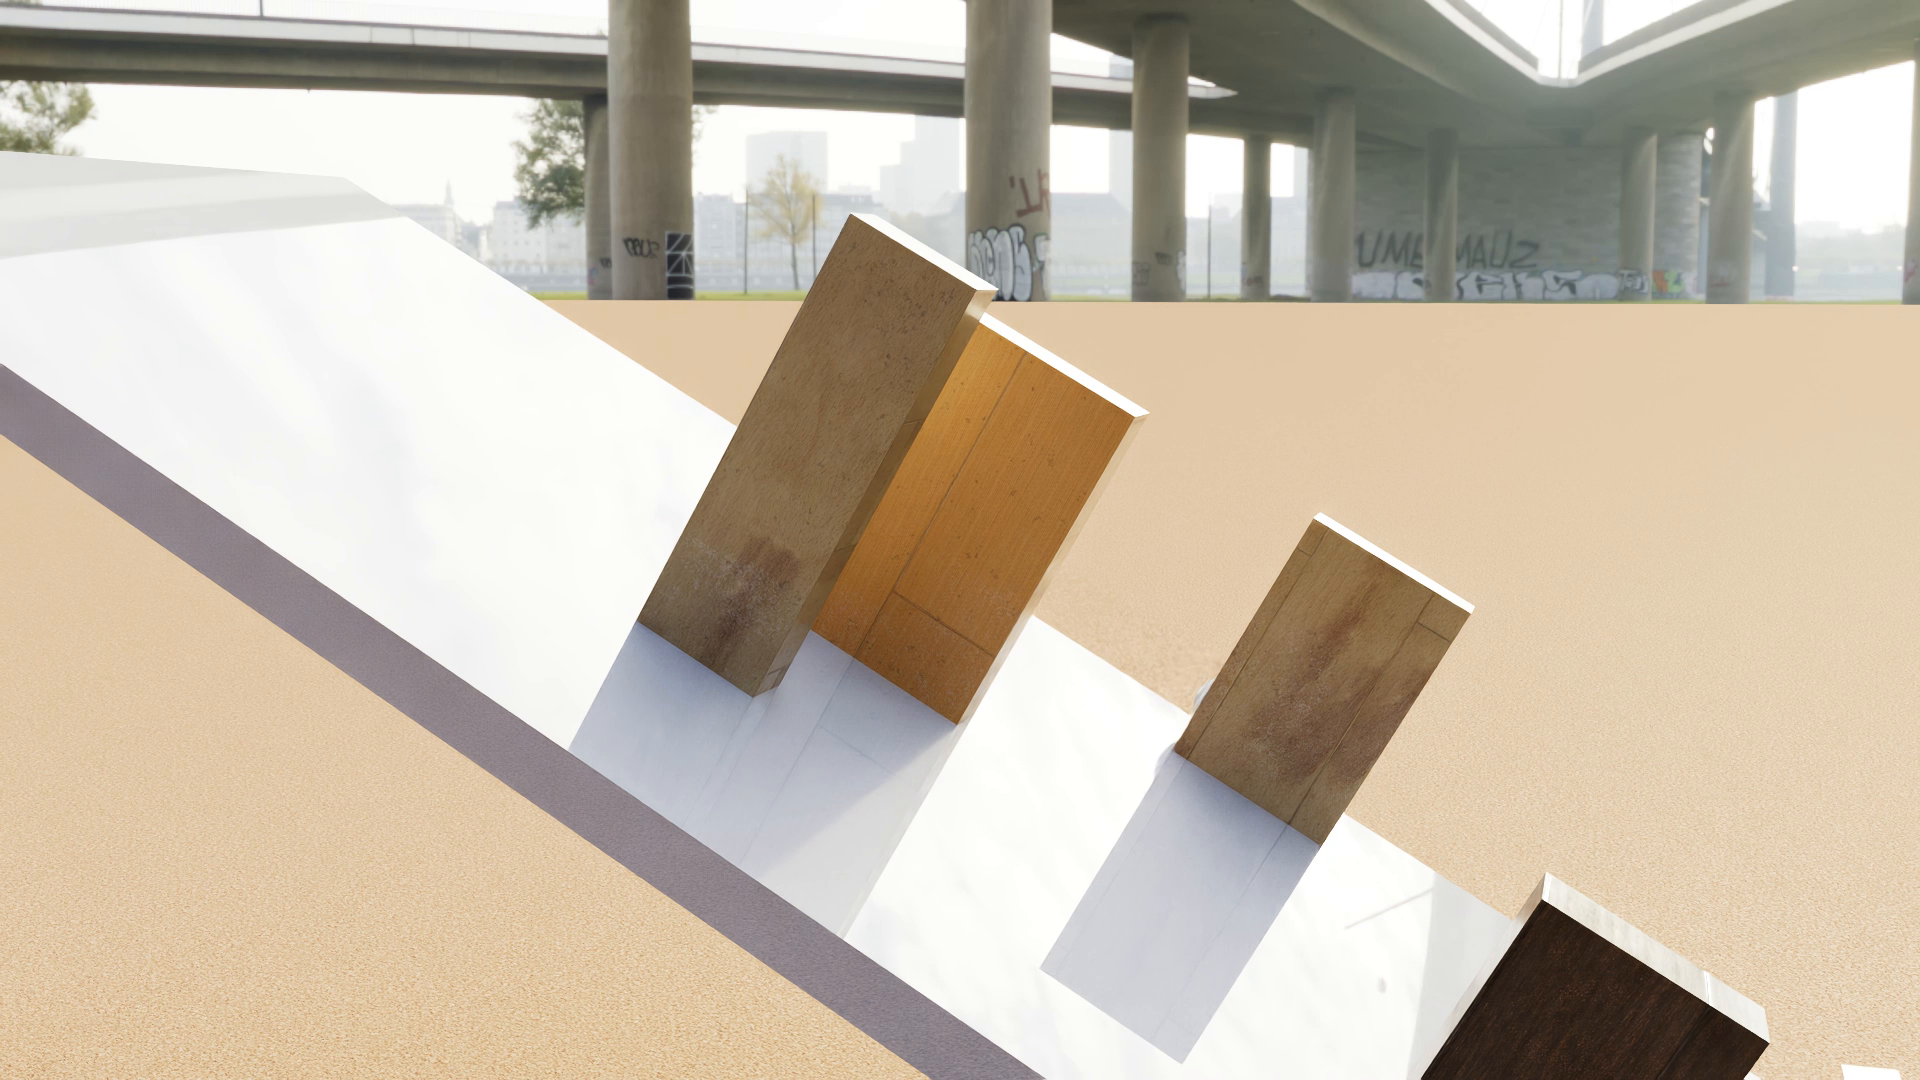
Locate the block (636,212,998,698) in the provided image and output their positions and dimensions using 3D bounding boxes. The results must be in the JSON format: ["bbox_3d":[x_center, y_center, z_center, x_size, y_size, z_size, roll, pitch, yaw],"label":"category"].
[{"bbox_3d":[-0.248,-0.140,3.722,0.249,0.797,0.121,32,15,11],"label":"block"}]

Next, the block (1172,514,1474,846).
[{"bbox_3d":[0.757,0.292,4.610,0.371,0.584,0.098,32,15,11],"label":"block"}]

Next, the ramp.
[{"bbox_3d":[-0.186,0.307,4.129,4.000,0.100,2.000,32,15,11],"label":"ramp"}]

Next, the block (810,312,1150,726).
[{"bbox_3d":[0.017,-0.043,4.142,0.377,0.676,0.119,32,15,11],"label":"block"}]

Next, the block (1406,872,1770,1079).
[{"bbox_3d":[0.834,0.802,3.116,0.347,0.540,0.145,32,15,11],"label":"block"}]

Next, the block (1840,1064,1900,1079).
[{"bbox_3d":[1.976,1.219,4.772,0.114,0.114,0.114,2,7,17],"label":"block"}]

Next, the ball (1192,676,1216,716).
[{"bbox_3d":[0.596,0.380,4.831,0.173,0.173,0.173,0,7,0],"label":"ball"}]
